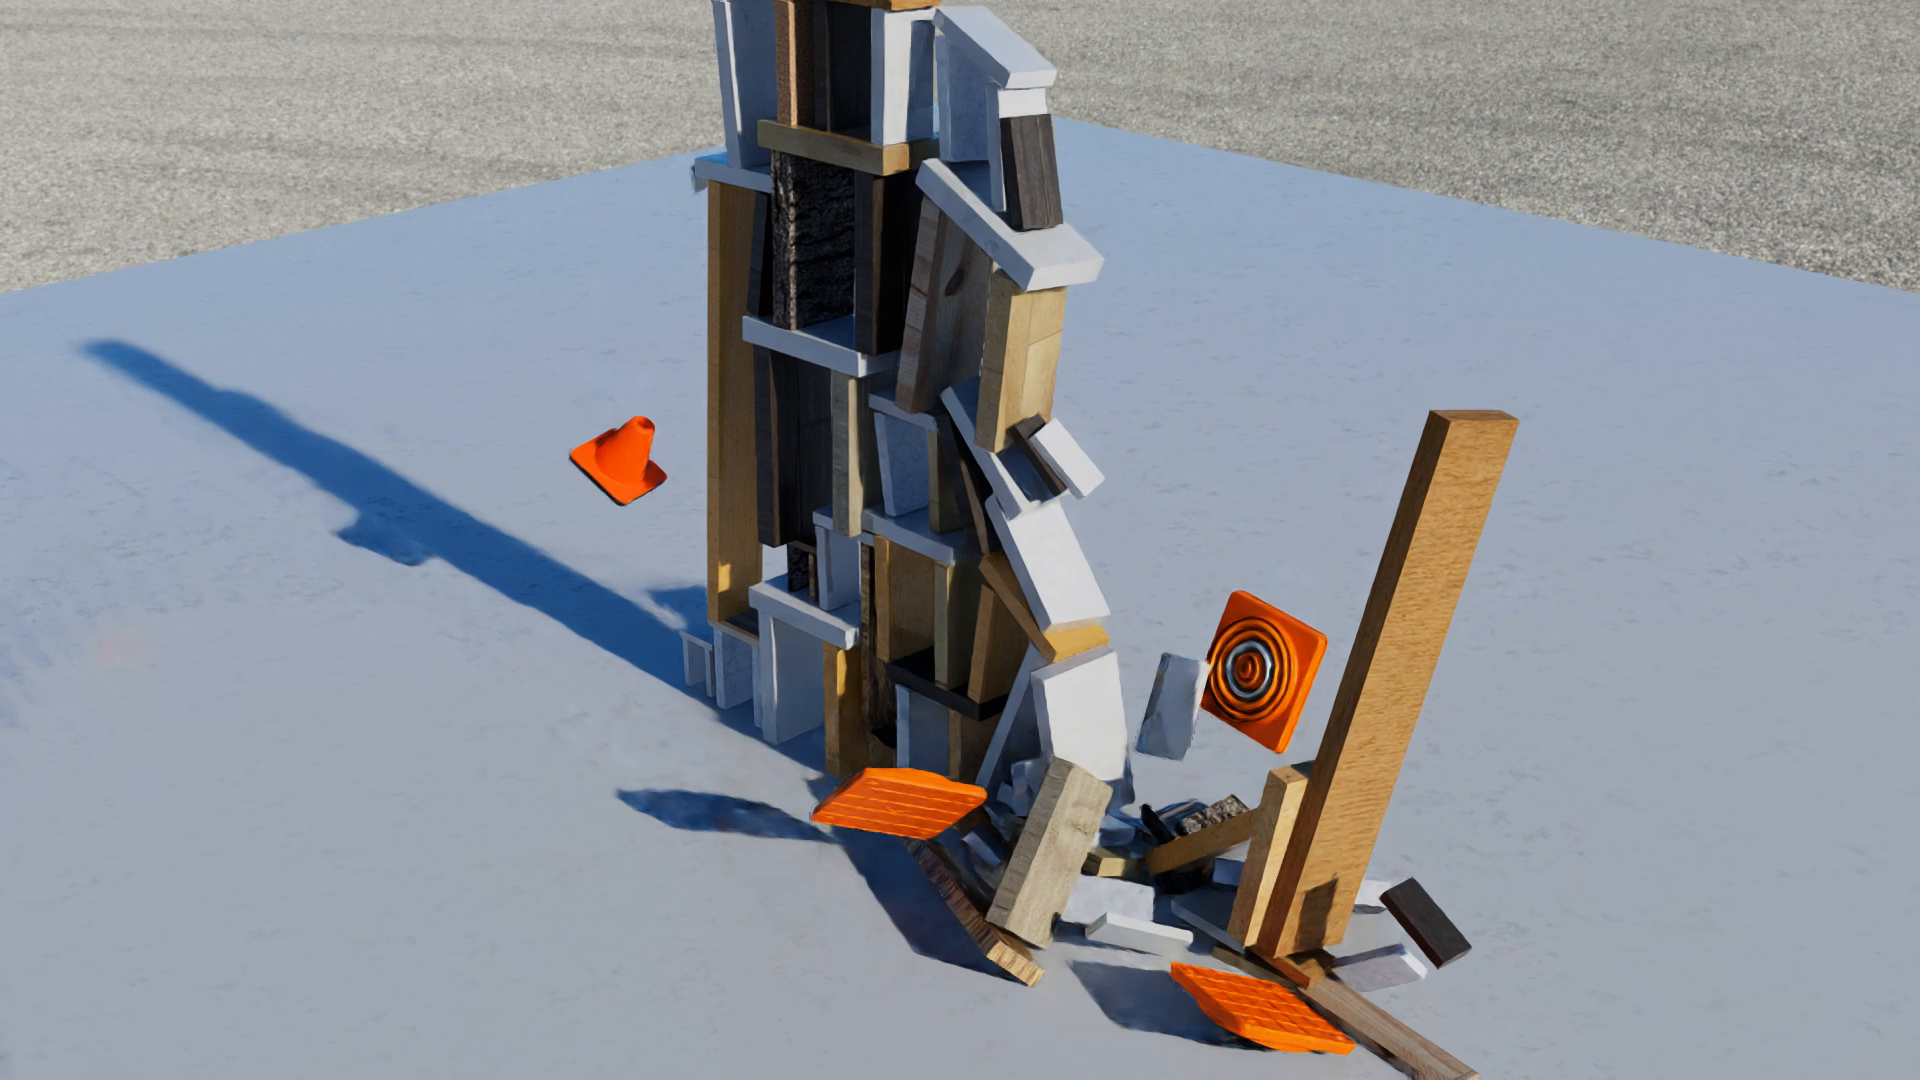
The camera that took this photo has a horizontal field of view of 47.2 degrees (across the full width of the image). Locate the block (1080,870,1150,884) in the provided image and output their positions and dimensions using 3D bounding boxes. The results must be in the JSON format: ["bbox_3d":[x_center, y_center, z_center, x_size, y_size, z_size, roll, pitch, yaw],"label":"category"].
[{"bbox_3d":[0.259,0.643,4.143,0.186,0.026,0.093,14,37,5],"label":"block"}]

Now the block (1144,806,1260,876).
[{"bbox_3d":[0.518,0.546,4.061,0.167,0.047,0.335,2,-23,-45],"label":"block"}]

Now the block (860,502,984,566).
[{"bbox_3d":[-0.058,-0.021,4.306,0.132,0.037,0.264,-20,30,-39],"label":"block"}]

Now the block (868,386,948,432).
[{"bbox_3d":[-0.070,-0.256,4.238,0.103,0.029,0.206,-19,30,-40],"label":"block"}]

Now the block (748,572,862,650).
[{"bbox_3d":[-0.284,0.141,4.593,0.153,0.043,0.305,-21,31,-41],"label":"block"}]

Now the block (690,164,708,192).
[{"bbox_3d":[-0.526,-0.749,4.506,0.049,0.014,0.099,-31,-13,-12],"label":"block"}]

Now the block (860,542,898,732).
[{"bbox_3d":[-0.160,0.188,4.491,0.090,0.414,0.026,-20,30,-40],"label":"block"}]

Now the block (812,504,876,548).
[{"bbox_3d":[-0.204,-0.034,4.449,0.181,0.026,0.090,21,30,39],"label":"block"}]

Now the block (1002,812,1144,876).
[{"bbox_3d":[0.213,0.574,4.161,0.126,0.036,0.252,8,9,-46],"label":"block"}]

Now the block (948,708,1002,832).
[{"bbox_3d":[0.042,0.439,4.384,0.134,0.267,0.038,-16,28,-33],"label":"block"}]

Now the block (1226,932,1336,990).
[{"bbox_3d":[0.574,0.724,3.916,0.178,0.025,0.089,32,35,31],"label":"block"}]

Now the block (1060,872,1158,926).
[{"bbox_3d":[0.267,0.670,4.060,0.186,0.093,0.026,8,-3,19],"label":"block"}]

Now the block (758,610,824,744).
[{"bbox_3d":[-0.356,0.273,4.727,0.043,0.305,0.153,21,31,41],"label":"block"}]

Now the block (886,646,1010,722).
[{"bbox_3d":[-0.007,0.279,4.370,0.134,0.038,0.267,-20,30,-40],"label":"block"}]

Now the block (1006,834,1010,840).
[{"bbox_3d":[0.150,0.598,4.286,0.060,0.017,0.120,-18,45,-33],"label":"block"}]

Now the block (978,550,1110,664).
[{"bbox_3d":[0.156,0.116,4.102,0.127,0.036,0.254,-14,53,-35],"label":"block"}]

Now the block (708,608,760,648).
[{"bbox_3d":[-0.451,0.186,4.792,0.194,0.027,0.097,21,31,40],"label":"block"}]

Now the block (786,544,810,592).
[{"bbox_3d":[-0.337,0.051,4.613,0.053,0.105,0.015,-20,29,-41],"label":"block"}]

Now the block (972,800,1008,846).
[{"bbox_3d":[0.075,0.555,4.369,0.052,0.015,0.104,-16,58,-34],"label":"block"}]

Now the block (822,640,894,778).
[{"bbox_3d":[-0.212,0.329,4.594,0.043,0.305,0.153,21,31,40],"label":"block"}]

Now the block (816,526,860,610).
[{"bbox_3d":[-0.250,0.047,4.523,0.090,0.181,0.026,-20,27,-41],"label":"block"}]

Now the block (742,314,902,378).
[{"bbox_3d":[-0.255,-0.400,4.350,0.339,0.048,0.170,21,29,40],"label":"block"}]

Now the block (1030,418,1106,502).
[{"bbox_3d":[0.195,-0.147,4.004,0.072,0.145,0.021,-40,1,-43],"label":"block"}]

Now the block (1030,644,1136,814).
[{"bbox_3d":[0.229,0.367,4.072,0.159,0.318,0.045,-20,26,-25],"label":"block"}]

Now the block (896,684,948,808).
[{"bbox_3d":[-0.066,0.401,4.473,0.134,0.267,0.038,-20,30,-38],"label":"block"}]

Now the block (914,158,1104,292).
[{"bbox_3d":[0.087,-0.573,3.938,0.170,0.048,0.339,-14,50,-39],"label":"block"}]

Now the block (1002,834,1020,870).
[{"bbox_3d":[0.179,0.616,4.205,0.186,0.026,0.093,15,37,7],"label":"block"}]

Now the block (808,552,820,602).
[{"bbox_3d":[-0.289,0.071,4.566,0.015,0.105,0.053,20,30,41],"label":"block"}]

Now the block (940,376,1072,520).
[{"bbox_3d":[0.085,-0.179,4.109,0.136,0.273,0.039,-21,-12,-42],"label":"block"}]

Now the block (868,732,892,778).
[{"bbox_3d":[-0.165,0.443,4.587,0.050,0.101,0.014,-19,27,-37],"label":"block"}]

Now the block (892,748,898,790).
[{"bbox_3d":[-0.115,0.462,4.541,0.050,0.101,0.014,-19,33,-37],"label":"block"}]

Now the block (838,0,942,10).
[{"bbox_3d":[-0.161,-1.003,4.012,0.122,0.035,0.244,-19,29,-41],"label":"block"}]

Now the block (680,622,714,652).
[{"bbox_3d":[-0.570,0.216,4.930,0.117,0.017,0.059,21,31,41],"label":"block"}]

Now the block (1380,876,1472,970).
[{"bbox_3d":[0.775,0.637,3.662,0.076,0.021,0.151,-16,57,-38],"label":"block"}]

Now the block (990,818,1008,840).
[{"bbox_3d":[0.113,0.577,4.333,0.052,0.015,0.104,-20,51,-36],"label":"block"}]

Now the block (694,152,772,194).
[{"bbox_3d":[-0.396,-0.732,4.372,0.254,0.036,0.127,19,29,39],"label":"block"}]

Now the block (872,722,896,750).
[{"bbox_3d":[-0.145,0.400,4.540,0.050,0.014,0.101,-12,25,-28],"label":"block"}]

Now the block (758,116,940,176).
[{"bbox_3d":[-0.202,-0.756,4.164,0.351,0.050,0.176,21,30,41],"label":"block"}]

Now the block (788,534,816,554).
[{"bbox_3d":[-0.312,0.004,4.568,0.105,0.015,0.053,20,29,40],"label":"block"}]

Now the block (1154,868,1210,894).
[{"bbox_3d":[0.438,0.651,4.204,0.119,0.017,0.059,-3,23,-8],"label":"block"}]

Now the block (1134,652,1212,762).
[{"bbox_3d":[0.406,0.318,4.185,0.098,0.195,0.028,14,4,-30],"label":"block"}]

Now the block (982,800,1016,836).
[{"bbox_3d":[0.102,0.544,4.312,0.060,0.017,0.120,-19,48,-33],"label":"block"}]

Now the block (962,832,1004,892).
[{"bbox_3d":[0.049,0.605,4.107,0.023,0.164,0.082,-41,66,-14],"label":"block"}]

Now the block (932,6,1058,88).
[{"bbox_3d":[0.061,-0.875,3.896,0.112,0.032,0.223,-14,49,-39],"label":"block"}]
